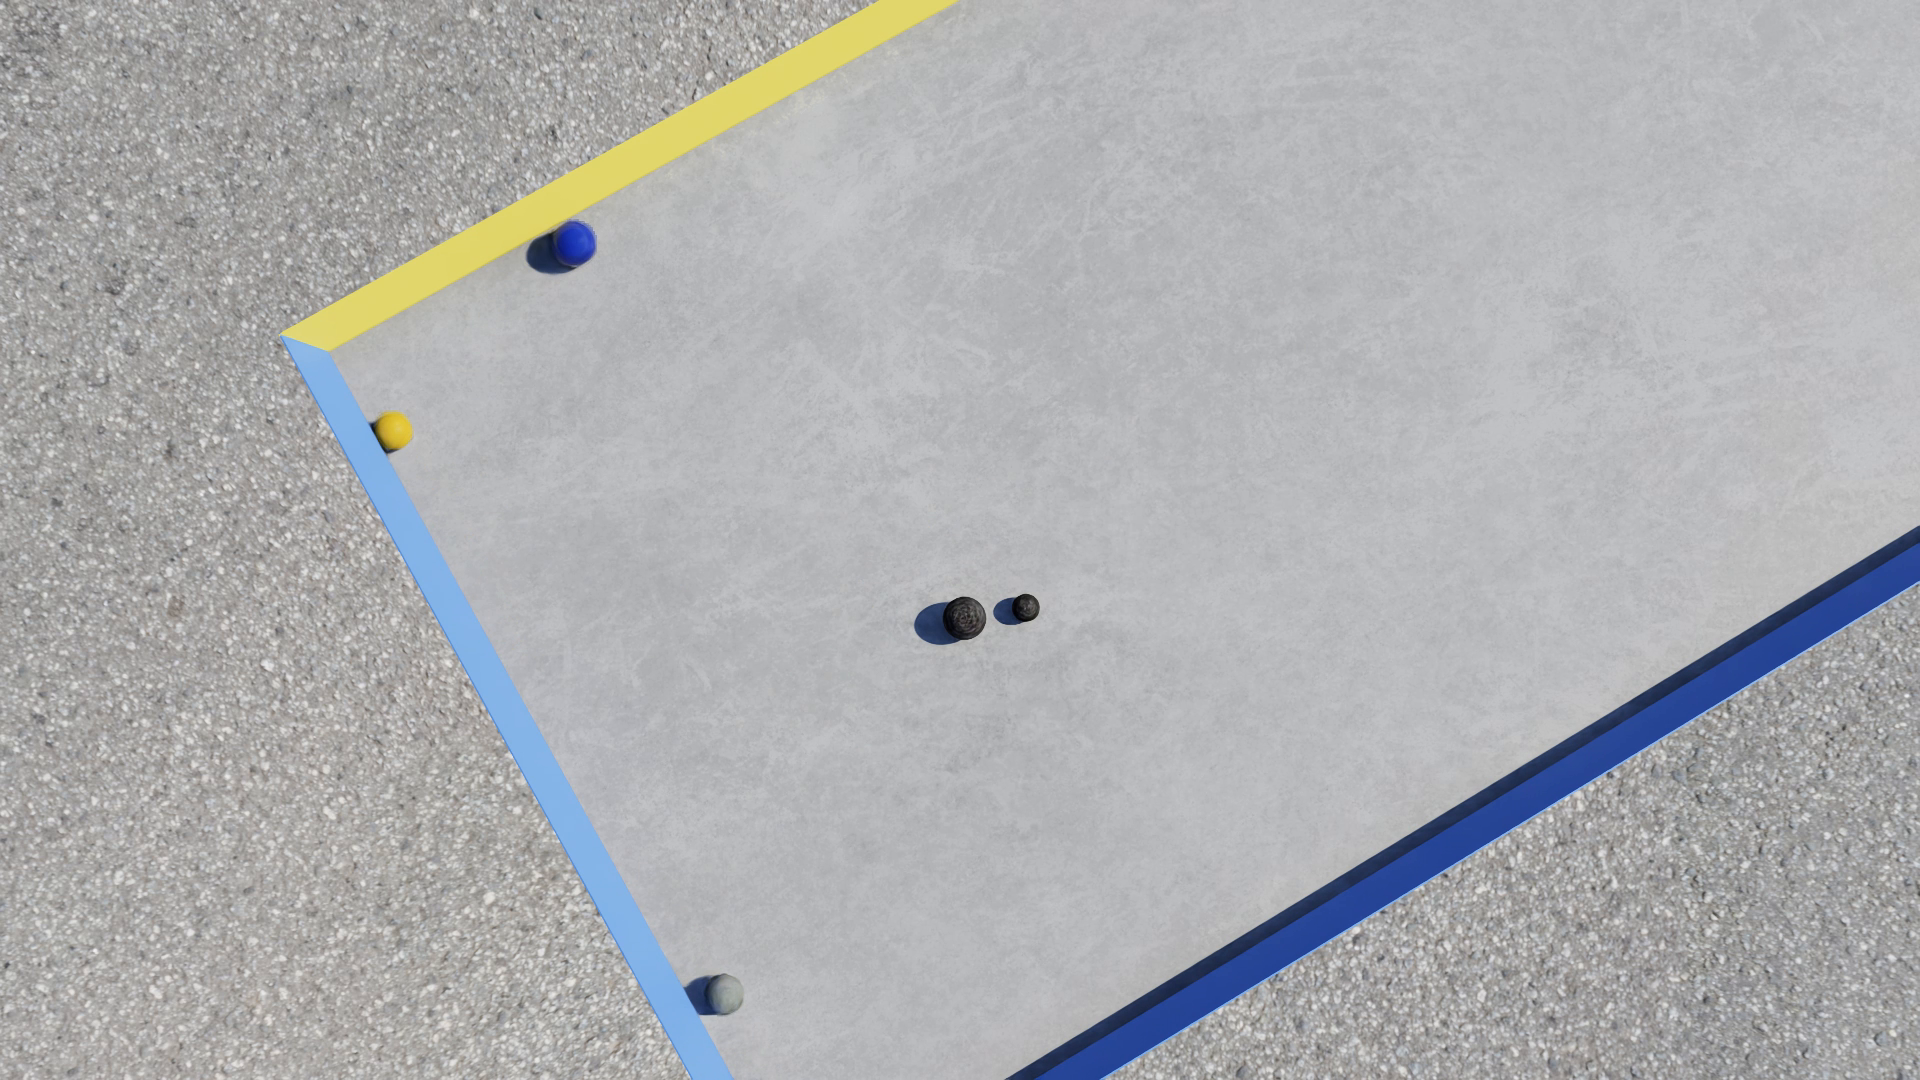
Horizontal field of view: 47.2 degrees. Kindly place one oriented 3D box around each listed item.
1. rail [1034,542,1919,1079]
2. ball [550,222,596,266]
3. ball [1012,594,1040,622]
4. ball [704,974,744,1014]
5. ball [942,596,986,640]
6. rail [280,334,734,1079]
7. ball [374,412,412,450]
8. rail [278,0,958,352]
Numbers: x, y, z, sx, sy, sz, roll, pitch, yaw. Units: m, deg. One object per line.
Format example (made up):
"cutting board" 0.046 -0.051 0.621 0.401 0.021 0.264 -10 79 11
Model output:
"rail" 1.003 0.274 3.222 2.888 0.088 0.045 -30 82 -5
"ball" -0.590 -0.451 3.354 0.068 0.068 0.068 0 81 0
"ball" 0.098 0.101 3.275 0.042 0.042 0.042 0 81 0
"ball" -0.340 0.656 3.175 0.058 0.058 0.058 0 81 0
"ball" 0.007 0.116 3.261 0.065 0.065 0.065 0 81 0
"rail" -0.602 0.347 3.210 0.045 0.088 1.550 -30 82 -5
"ball" -0.853 -0.163 3.312 0.057 0.057 0.057 0 81 0
"rail" 0.241 -1.003 3.434 2.888 0.088 0.045 -30 82 -5
